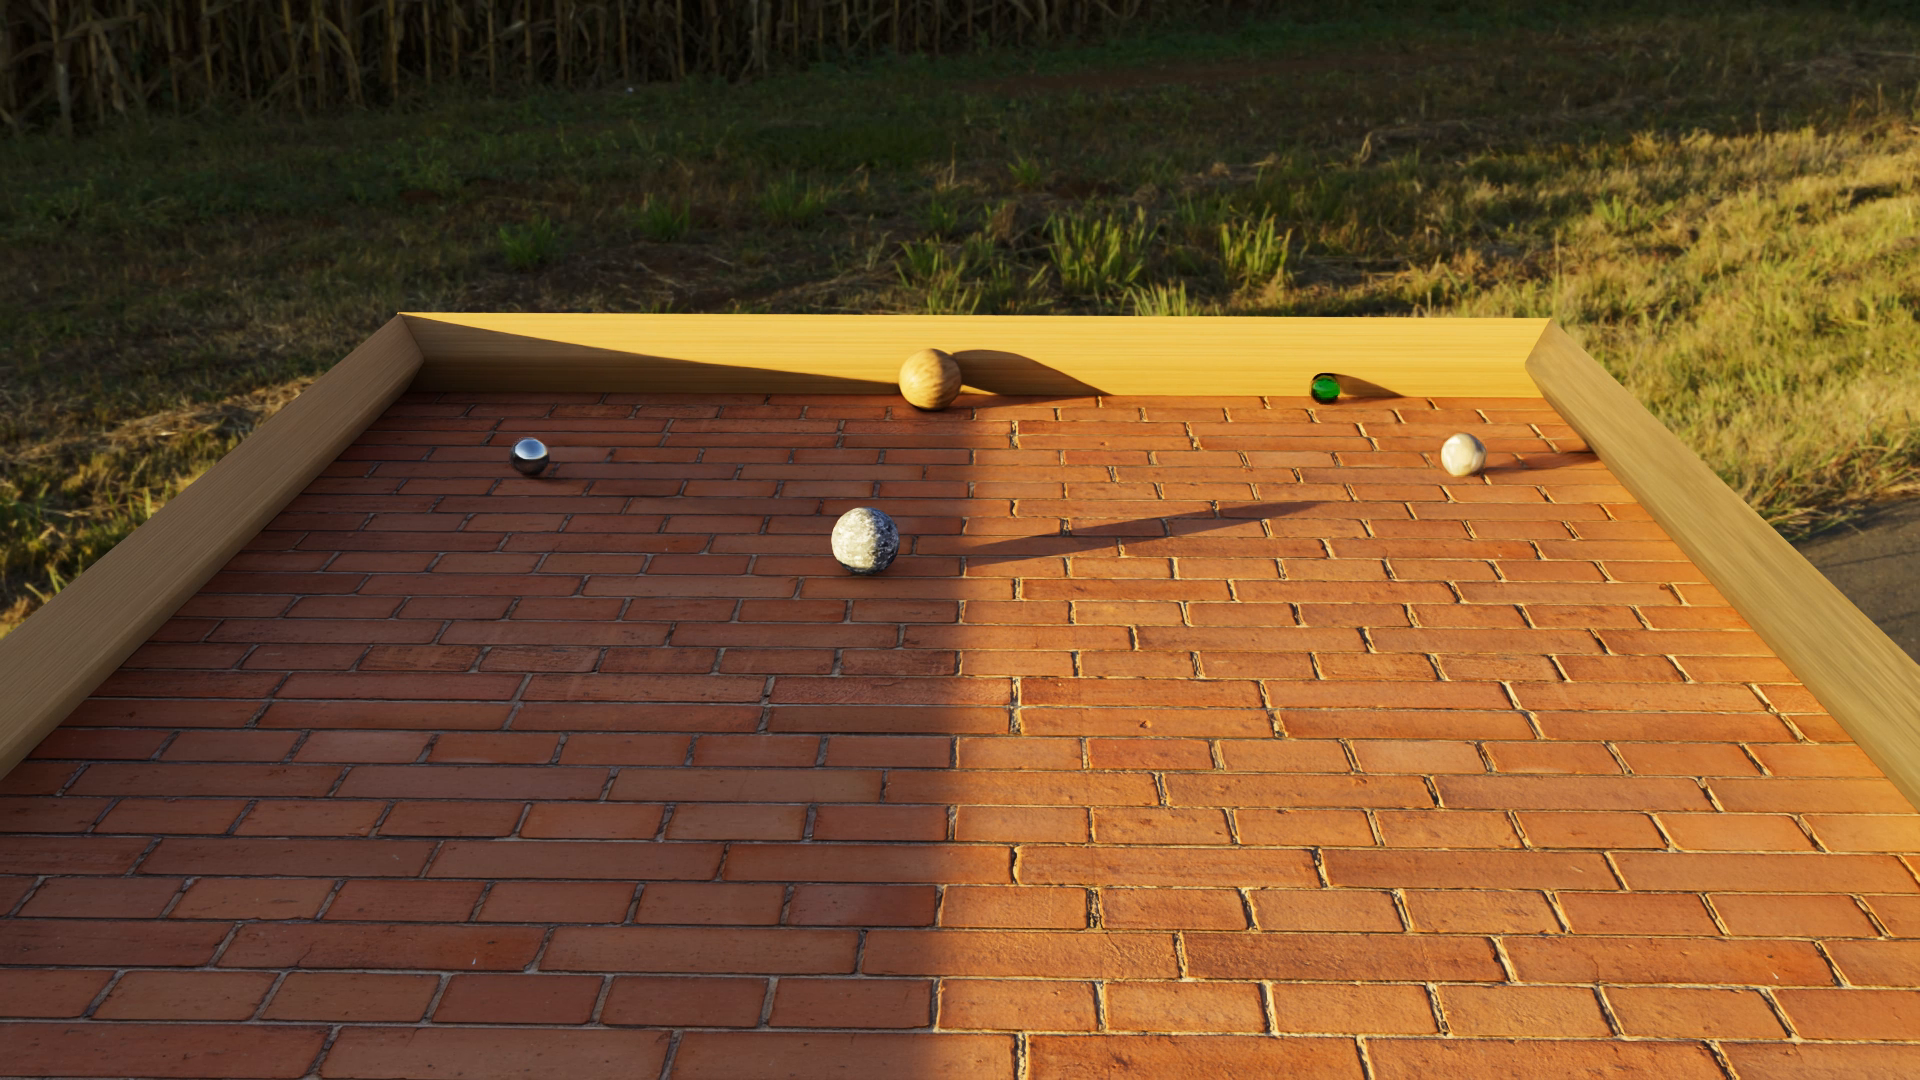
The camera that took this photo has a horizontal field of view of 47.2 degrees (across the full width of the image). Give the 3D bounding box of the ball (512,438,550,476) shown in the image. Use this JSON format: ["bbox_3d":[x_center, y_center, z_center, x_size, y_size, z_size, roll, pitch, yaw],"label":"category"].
[{"bbox_3d":[-0.574,-0.110,2.938,0.050,0.050,0.050,0,18,0],"label":"ball"}]

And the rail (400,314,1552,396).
[{"bbox_3d":[0.017,-0.274,3.315,1.741,0.121,0.045,0,18,1],"label":"rail"}]

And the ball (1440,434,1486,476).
[{"bbox_3d":[0.672,-0.113,2.934,0.059,0.059,0.059,0,18,0],"label":"ball"}]

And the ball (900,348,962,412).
[{"bbox_3d":[-0.044,-0.237,3.252,0.093,0.093,0.093,0,18,0],"label":"ball"}]

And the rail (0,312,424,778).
[{"bbox_3d":[-0.864,0.222,1.823,0.045,0.121,3.230,0,18,1],"label":"rail"}]

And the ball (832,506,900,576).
[{"bbox_3d":[-0.110,0.001,2.556,0.080,0.080,0.080,0,18,0],"label":"ball"}]

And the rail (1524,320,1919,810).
[{"bbox_3d":[0.829,0.234,1.787,0.045,0.121,3.230,0,18,1],"label":"rail"}]

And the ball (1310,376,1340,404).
[{"bbox_3d":[0.547,-0.225,3.294,0.044,0.044,0.044,0,18,0],"label":"ball"}]
